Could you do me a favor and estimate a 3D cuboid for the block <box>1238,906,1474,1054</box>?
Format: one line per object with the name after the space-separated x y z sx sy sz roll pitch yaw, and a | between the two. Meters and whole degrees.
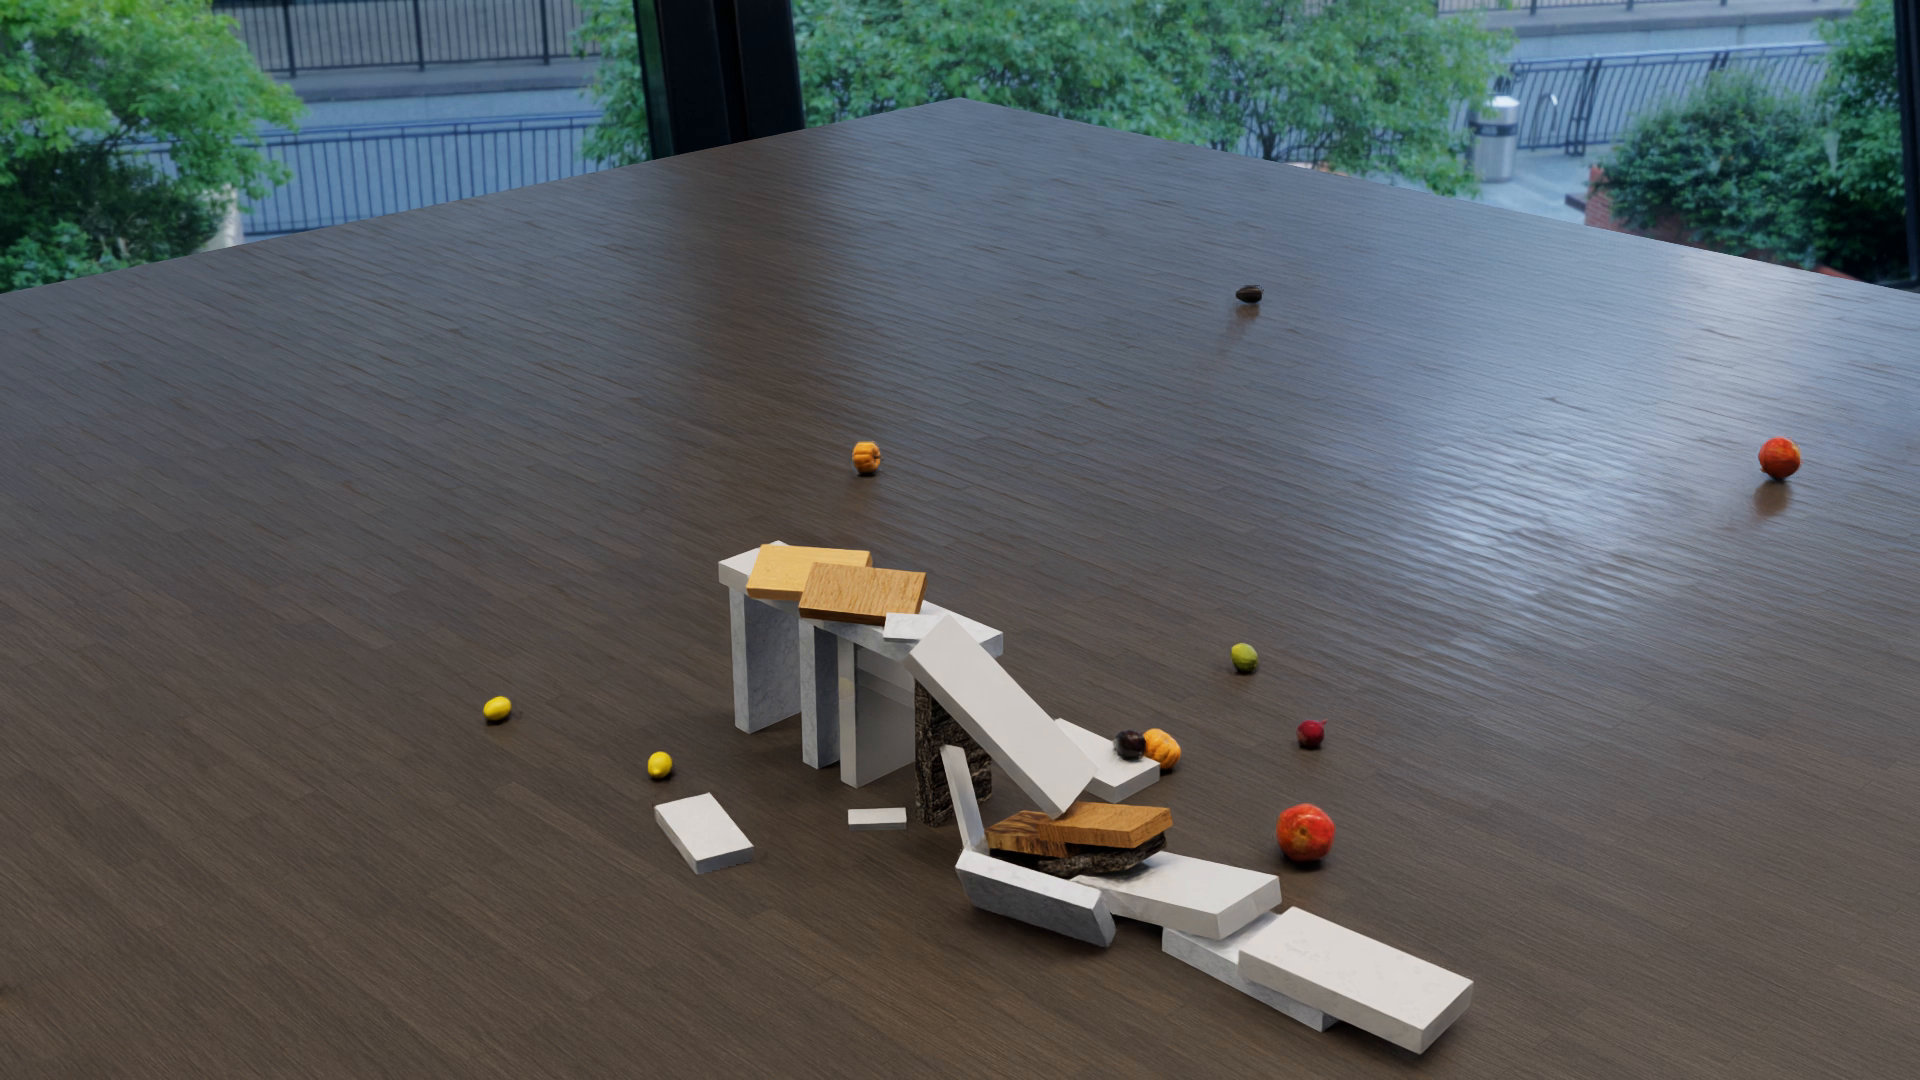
0.679 0.754 3.790 0.356 0.050 0.178 19 29 35 | block

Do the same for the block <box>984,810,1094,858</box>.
0.165 0.571 4.279 0.118 0.034 0.237 -21 13 -40 | block

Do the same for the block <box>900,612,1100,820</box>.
0.077 0.337 4.212 0.420 0.040 0.142 46 47 -1 | block

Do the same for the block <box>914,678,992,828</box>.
-0.013 0.391 4.407 0.169 0.338 0.048 -21 31 -41 | block

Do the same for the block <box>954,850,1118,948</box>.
0.139 0.657 4.030 0.283 0.142 0.040 13 57 28 | block

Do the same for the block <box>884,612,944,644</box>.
-0.089 0.174 4.307 0.115 0.016 0.058 3 55 7 | block

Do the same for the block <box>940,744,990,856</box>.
0.009 0.513 4.316 0.016 0.230 0.058 -30 -30 29 | block

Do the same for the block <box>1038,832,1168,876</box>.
0.270 0.596 4.176 0.118 0.034 0.237 -21 3 -40 | block

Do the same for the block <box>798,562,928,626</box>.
-0.194 0.111 4.405 0.236 0.033 0.118 5 51 13 | block

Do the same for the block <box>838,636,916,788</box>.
-0.171 0.329 4.553 0.048 0.337 0.169 21 31 41 | block

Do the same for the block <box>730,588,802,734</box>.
-0.414 0.237 4.773 0.047 0.335 0.167 21 31 41 | block

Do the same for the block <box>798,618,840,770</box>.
-0.256 0.299 4.628 0.047 0.335 0.167 21 31 41 | block

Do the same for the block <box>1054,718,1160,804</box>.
0.266 0.462 4.620 0.142 0.040 0.283 -21 31 -40 | block

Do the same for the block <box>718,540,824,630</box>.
-0.336 0.092 4.626 0.335 0.047 0.167 21 31 41 | block

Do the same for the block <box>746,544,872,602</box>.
-0.309 0.071 4.510 0.236 0.033 0.118 3 50 16 | block

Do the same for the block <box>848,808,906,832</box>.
-0.166 0.561 4.417 0.115 0.016 0.058 -2 23 -4 | block

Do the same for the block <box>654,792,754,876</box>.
-0.507 0.580 4.351 0.118 0.033 0.236 -11 25 -25 | block

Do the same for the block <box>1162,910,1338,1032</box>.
0.556 0.748 3.934 0.356 0.050 0.178 21 31 40 | block

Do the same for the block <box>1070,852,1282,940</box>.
0.396 0.648 4.066 0.178 0.050 0.356 -21 18 -40 | block

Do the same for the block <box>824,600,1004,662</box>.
-0.095 0.183 4.405 0.337 0.048 0.169 21 31 40 | block

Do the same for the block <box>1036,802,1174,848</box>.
0.271 0.536 4.146 0.237 0.034 0.118 -3 14 46 | block
